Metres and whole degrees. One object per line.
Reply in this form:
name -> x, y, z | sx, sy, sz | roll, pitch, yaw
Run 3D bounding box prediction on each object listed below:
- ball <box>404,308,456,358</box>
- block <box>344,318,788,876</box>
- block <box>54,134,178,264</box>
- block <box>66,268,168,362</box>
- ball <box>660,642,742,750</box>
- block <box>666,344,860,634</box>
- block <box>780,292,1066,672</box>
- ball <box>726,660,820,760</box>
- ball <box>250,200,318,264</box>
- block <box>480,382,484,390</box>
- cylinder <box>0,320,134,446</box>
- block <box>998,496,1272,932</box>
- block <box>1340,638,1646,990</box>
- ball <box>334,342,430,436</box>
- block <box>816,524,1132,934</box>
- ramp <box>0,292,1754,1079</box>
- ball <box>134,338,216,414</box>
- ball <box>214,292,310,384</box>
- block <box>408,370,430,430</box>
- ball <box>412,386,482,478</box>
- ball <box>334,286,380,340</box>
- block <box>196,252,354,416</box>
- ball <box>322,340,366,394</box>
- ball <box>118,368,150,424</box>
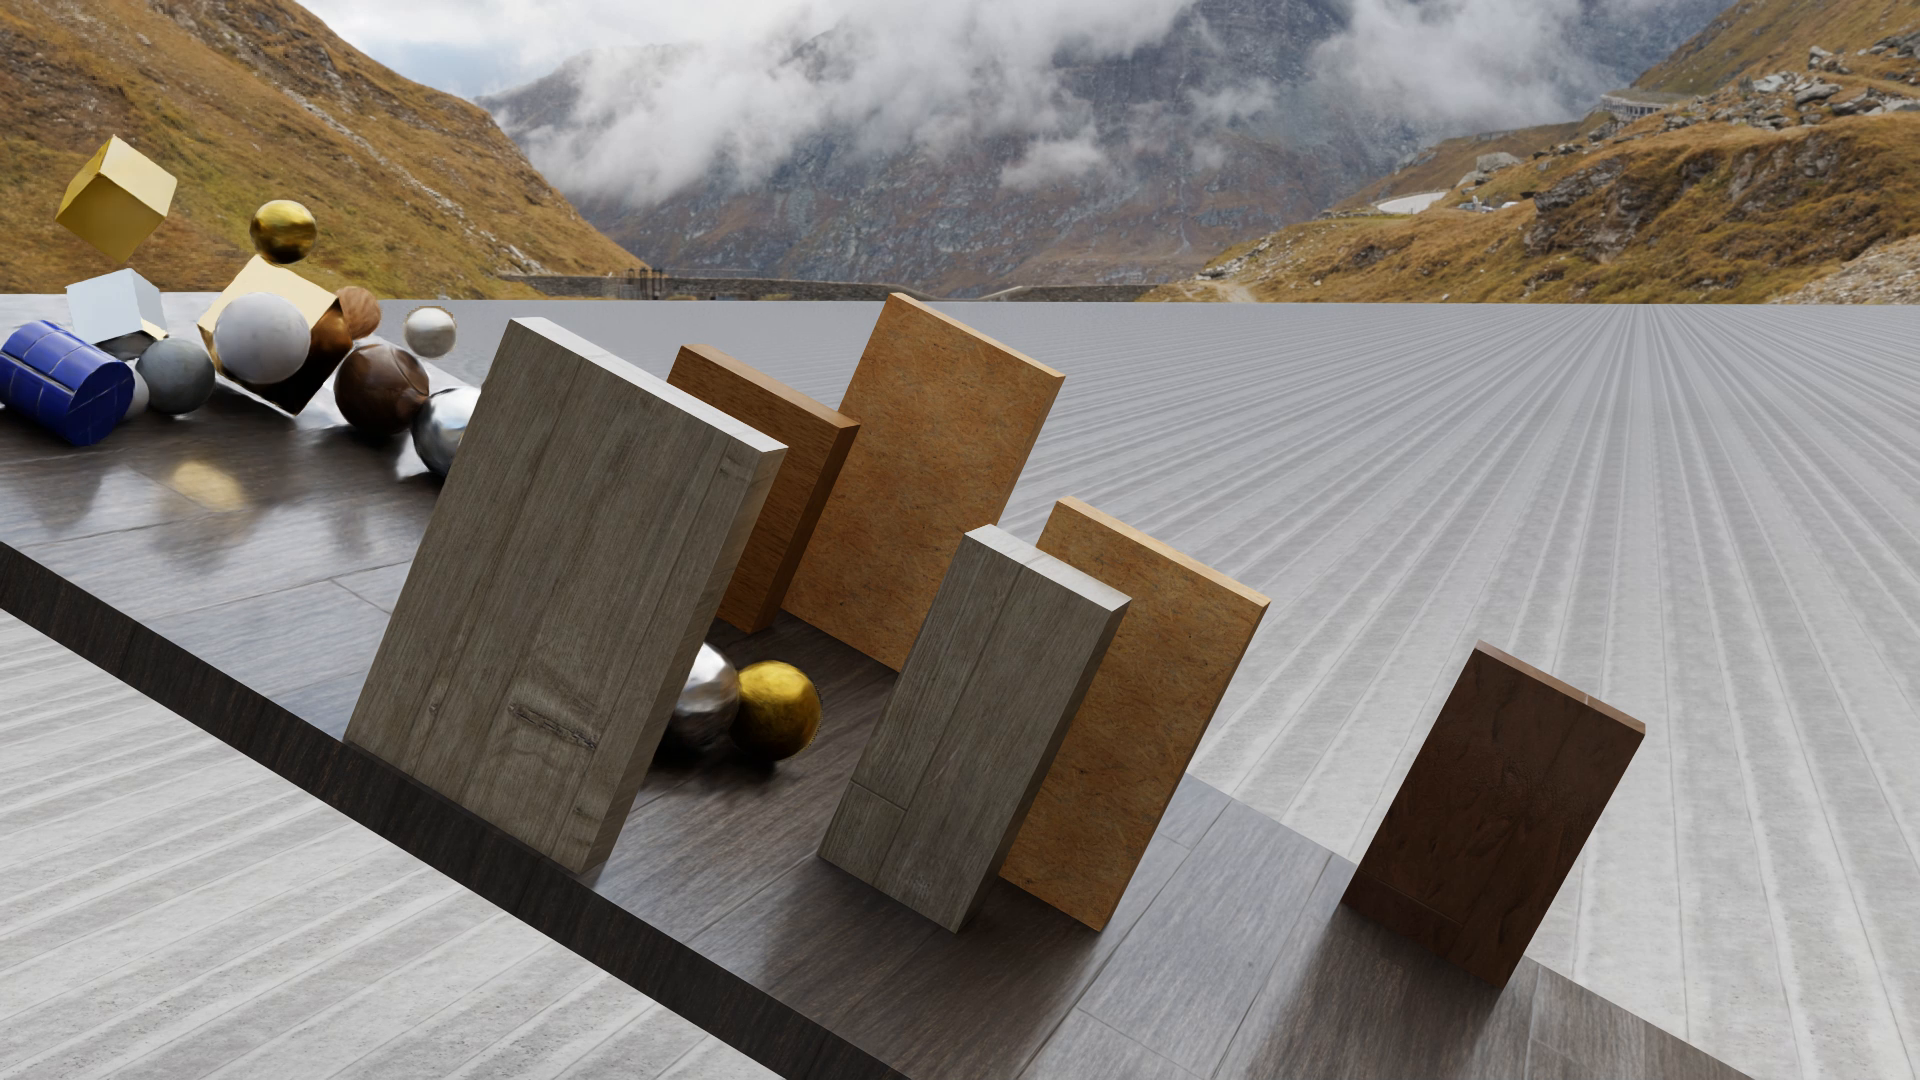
ball -> -1.134, -0.444, 4.710 | 0.108, 0.108, 0.108 | 0, 7, 0
block -> -0.589, 0.082, 3.246 | 0.431, 0.698, 0.098 | 28, 14, 12
block -> -1.695, -0.684, 4.423 | 0.151, 0.151, 0.151 | 38, 25, -32
block -> -1.650, -0.436, 4.314 | 0.130, 0.130, 0.130 | -16, -12, 0
ball -> -0.477, 0.267, 3.824 | 0.193, 0.193, 0.193 | 0, 7, 0
block -> -0.489, -0.111, 4.622 | 0.386, 0.480, 0.126 | 28, 14, 12
block -> -0.111, -0.115, 4.759 | 0.407, 0.731, 0.083 | 28, 14, 12
ball -> -0.340, 0.306, 3.946 | 0.180, 0.180, 0.180 | 0, 7, 0
ball -> -1.403, -0.639, 4.564 | 0.135, 0.135, 0.135 | 0, 7, 0
block -> -1.021, -0.272, 5.010 | 0.148, 0.148, 0.148 | 25, 13, 2
cylinder -> -1.615, -0.282, 3.960 | 0.170, 0.170, 0.170 | 28, 13, 12
block -> 0.222, 0.307, 3.903 | 0.401, 0.657, 0.094 | 28, 14, 12
block -> 1.101, 0.567, 4.560 | 0.374, 0.611, 0.117 | 28, 14, 12
ball -> -1.238, -0.323, 4.712 | 0.200, 0.200, 0.200 | 0, 7, 0
block -> 0.022, 0.310, 3.648 | 0.270, 0.606, 0.149 | 28, 14, 12
ramp -> -0.260, 0.443, 4.168 | 4.000, 0.100, 2.000 | 28, 14, 12
ball -> -1.532, -0.320, 4.294 | 0.150, 0.150, 0.150 | 0, 7, 0
ball -> -1.357, -0.393, 4.277 | 0.180, 0.180, 0.180 | 0, 7, 0
block -> -1.254, -0.329, 4.896 | 0.112, 0.112, 0.112 | 20, 14, -18
ball -> -1.057, -0.227, 4.659 | 0.203, 0.203, 0.203 | 0, 7, 0
ball -> -1.319, -0.493, 4.778 | 0.117, 0.117, 0.117 | 0, 7, 0
block -> -1.423, -0.426, 4.579 | 0.201, 0.201, 0.201 | 28, -25, 8
ball -> -1.348, -0.379, 4.829 | 0.129, 0.129, 0.129 | 0, 7, 0
ball -> -1.577, -0.272, 4.117 | 0.111, 0.111, 0.111 | 0, 7, 0
